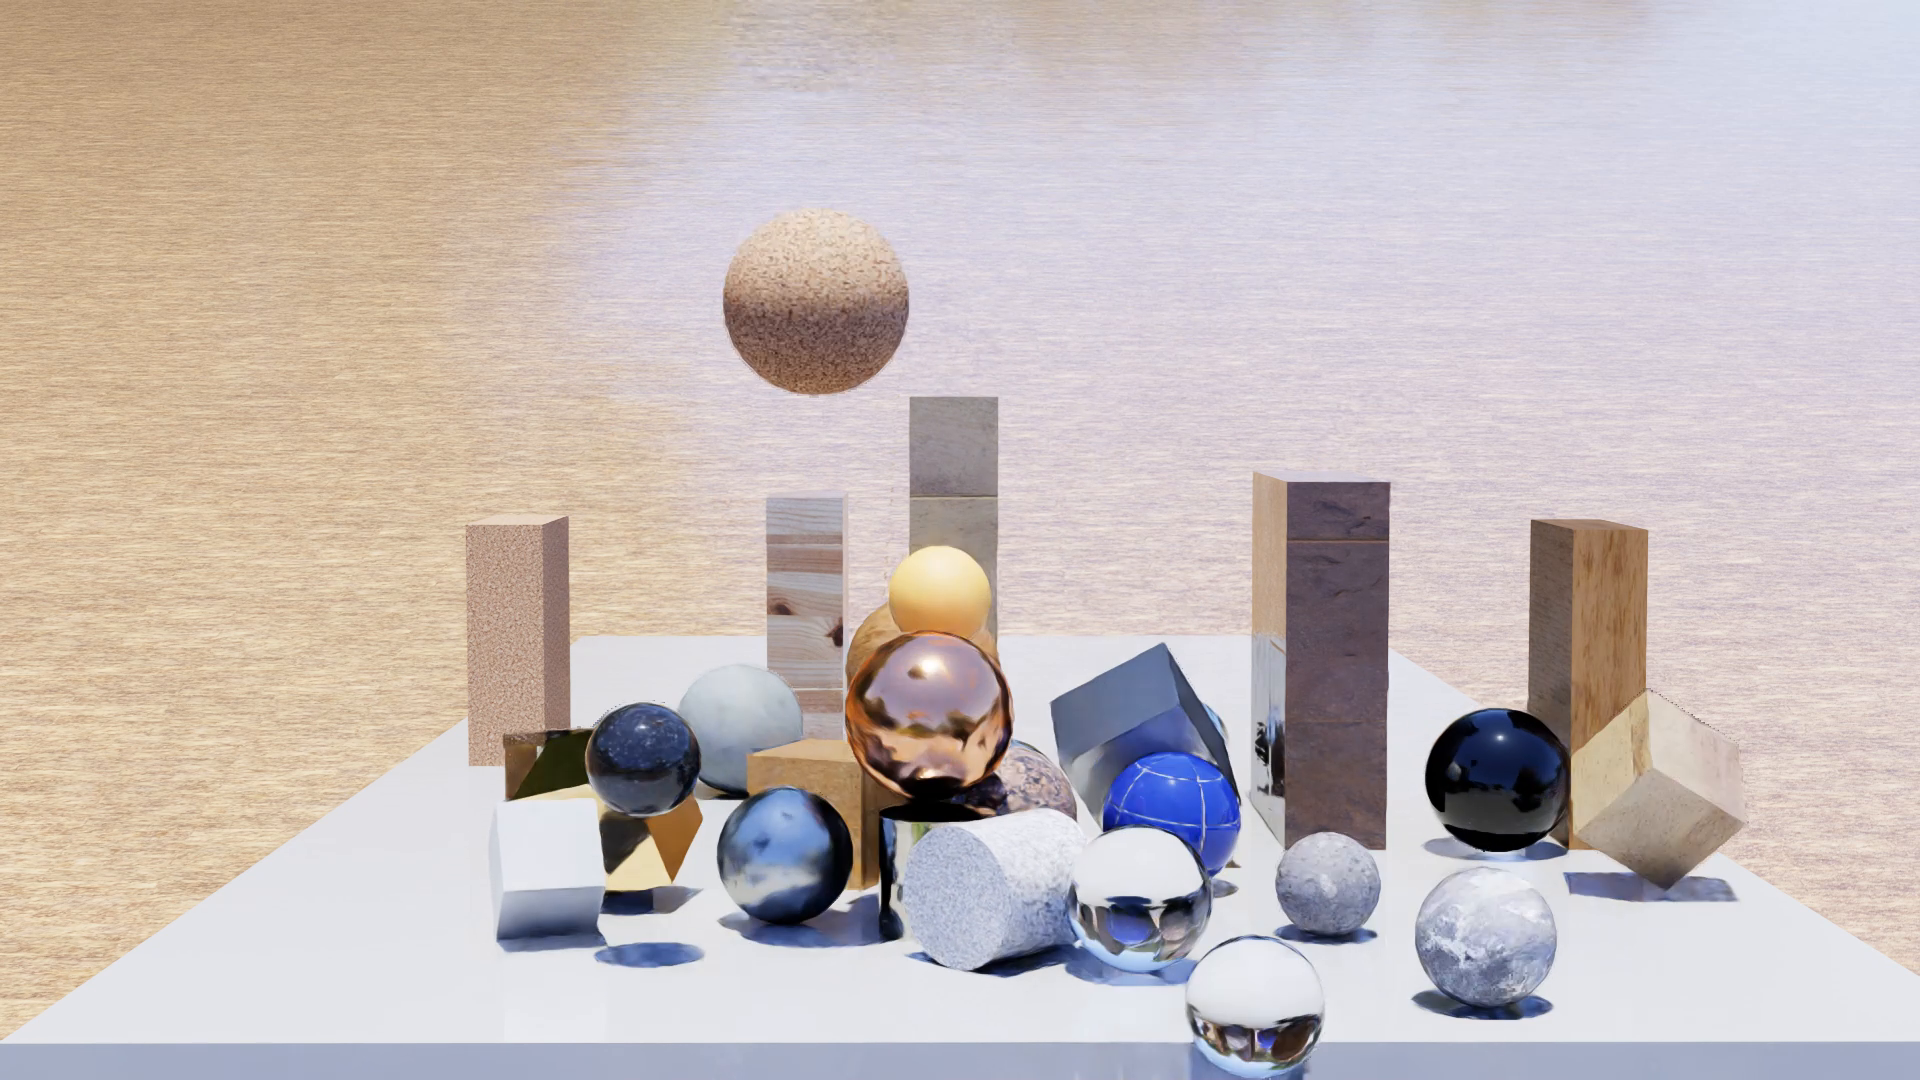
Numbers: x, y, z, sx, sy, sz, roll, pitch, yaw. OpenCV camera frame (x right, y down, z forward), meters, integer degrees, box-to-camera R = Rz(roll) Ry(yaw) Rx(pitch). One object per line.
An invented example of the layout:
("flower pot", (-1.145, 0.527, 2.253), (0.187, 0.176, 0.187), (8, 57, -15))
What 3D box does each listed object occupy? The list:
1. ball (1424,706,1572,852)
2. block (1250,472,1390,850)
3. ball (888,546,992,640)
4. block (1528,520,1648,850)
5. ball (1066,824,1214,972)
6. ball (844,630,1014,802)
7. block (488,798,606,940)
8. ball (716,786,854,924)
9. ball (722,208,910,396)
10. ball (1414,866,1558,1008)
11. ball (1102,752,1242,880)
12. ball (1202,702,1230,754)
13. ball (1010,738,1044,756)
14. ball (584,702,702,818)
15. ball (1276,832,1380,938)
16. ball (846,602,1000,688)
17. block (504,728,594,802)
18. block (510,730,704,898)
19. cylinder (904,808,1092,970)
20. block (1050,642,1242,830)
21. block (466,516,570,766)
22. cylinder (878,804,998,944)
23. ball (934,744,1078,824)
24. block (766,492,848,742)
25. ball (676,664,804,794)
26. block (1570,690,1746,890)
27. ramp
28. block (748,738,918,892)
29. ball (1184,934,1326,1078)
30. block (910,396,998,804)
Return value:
("ball", (0.744, 0.331, 3.550), (0.200, 0.200, 0.200), (0, 20, 0))
("block", (0.521, 0.162, 3.752), (0.142, 0.512, 0.408), (0, 4, 0))
("ball", (-0.026, 0.073, 3.260), (0.131, 0.131, 0.131), (0, 20, 0))
("block", (0.895, 0.200, 3.678), (0.103, 0.446, 0.265), (0, 4, 0))
("ball", (0.197, 0.393, 2.824), (0.162, 0.162, 0.162), (0, 20, 0))
("ball", (-0.037, 0.214, 3.127), (0.208, 0.208, 0.208), (0, 20, 0))
("block", (-0.485, 0.385, 3.002), (0.116, 0.116, 0.116), (-1, 54, -17))
("ball", (-0.210, 0.379, 3.085), (0.164, 0.164, 0.164), (0, 20, 0))
("ball", (-0.160, -0.265, 2.856), (0.208, 0.208, 0.208), (0, 20, 0))
("ball", (0.547, 0.414, 2.674), (0.146, 0.146, 0.146), (0, 20, 0))
("ball", (0.270, 0.359, 3.280), (0.178, 0.178, 0.178), (0, 20, 0))
("ball", (0.350, 0.324, 4.054), (0.152, 0.152, 0.152), (0, 20, 0))
("ball", (0.056, 0.352, 3.465), (0.170, 0.170, 0.170), (0, 20, 0))
("ball", (-0.353, 0.245, 2.859), (0.129, 0.129, 0.129), (0, 20, 0))
("ball", (0.432, 0.404, 3.012), (0.123, 0.123, 0.123), (0, 20, 0))
("ball", (-0.049, 0.176, 3.455), (0.209, 0.209, 0.209), (0, 20, 0))
("block", (-0.532, 0.352, 3.574), (0.156, 0.156, 0.156), (-2, 4, -30))
("block", (-0.437, 0.337, 3.201), (0.156, 0.156, 0.156), (-14, 21, 16))
("cylinder", (0.049, 0.393, 2.900), (0.160, 0.160, 0.160), (18, 15, 41))
("block", (0.250, 0.288, 3.479), (0.180, 0.180, 0.180), (-28, 23, 10))
("block", (-0.766, 0.169, 4.471), (0.129, 0.409, 0.293), (0, 4, 0))
("cylinder", (-0.026, 0.393, 3.040), (0.141, 0.141, 0.141), (0, 3, 0))
("ball", (0.058, 0.355, 3.282), (0.187, 0.187, 0.187), (0, 20, 0))
("block", (-0.269, 0.143, 4.575), (0.132, 0.448, 0.241), (0, 4, 0))
("ball", (-0.349, 0.298, 4.055), (0.203, 0.203, 0.203), (0, 20, 0))
("block", (0.888, 0.319, 3.273), (0.149, 0.149, 0.149), (31, 36, -12))
("ramp", (0.046, 0.420, 4.534), (2.000, 0.100, 4.000), (0, 4, 0))
("block", (-0.166, 0.359, 3.384), (0.165, 0.165, 0.165), (2, 4, 25))
("ball", (0.285, 0.451, 2.484), (0.137, 0.137, 0.137), (0, 20, 0))
("block", (-0.009, 0.109, 3.676), (0.122, 0.628, 0.241), (0, 4, 0))
